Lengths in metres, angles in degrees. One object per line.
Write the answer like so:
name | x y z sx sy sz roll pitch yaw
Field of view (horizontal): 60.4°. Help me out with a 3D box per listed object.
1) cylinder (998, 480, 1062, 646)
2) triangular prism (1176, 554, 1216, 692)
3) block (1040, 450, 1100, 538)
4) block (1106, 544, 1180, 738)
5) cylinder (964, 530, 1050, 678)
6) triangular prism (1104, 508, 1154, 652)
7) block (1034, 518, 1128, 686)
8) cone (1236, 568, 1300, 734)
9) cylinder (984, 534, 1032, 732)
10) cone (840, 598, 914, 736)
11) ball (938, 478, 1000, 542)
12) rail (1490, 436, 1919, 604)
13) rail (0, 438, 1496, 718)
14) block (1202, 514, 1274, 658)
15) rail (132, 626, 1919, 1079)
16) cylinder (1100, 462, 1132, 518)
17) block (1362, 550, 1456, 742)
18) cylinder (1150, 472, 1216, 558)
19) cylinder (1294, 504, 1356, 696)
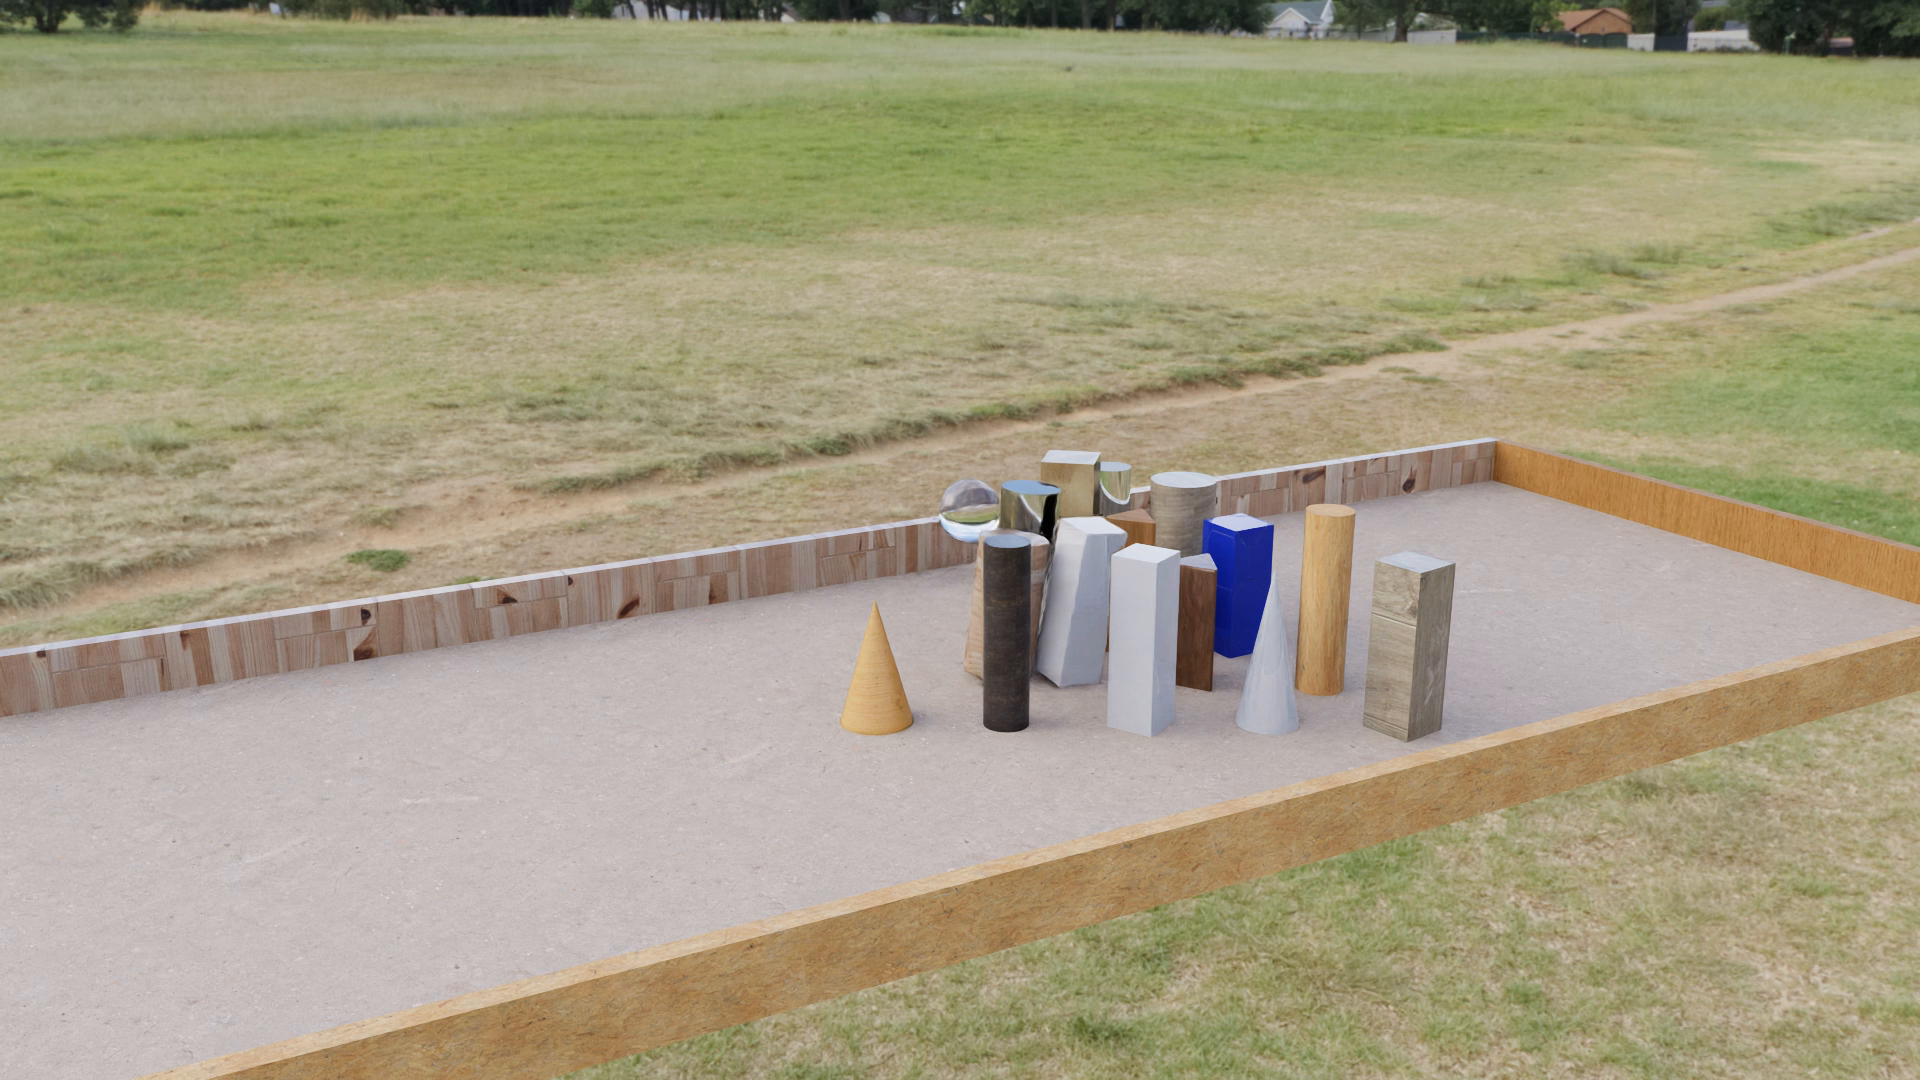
cylinder | 0.173 0.062 4.385 0.157 0.417 0.157 4 15 -1
triangular prism | 0.591 0.199 4.116 0.135 0.316 0.117 9 19 28
block | 0.307 -0.013 4.606 0.146 0.448 0.146 3 17 11
block | 0.425 0.231 3.823 0.116 0.420 0.116 11 20 33
cylinder | 0.116 0.163 4.143 0.176 0.350 0.176 6 12 -1
triangular prism | 0.455 0.108 4.339 0.143 0.365 0.124 7 18 22
block | 0.298 0.152 4.093 0.120 0.399 0.120 -1 20 -30
cone | 0.724 0.243 3.838 0.149 0.389 0.149 0 16 0
cylinder | 0.109 0.217 3.821 0.109 0.448 0.109 0 16 0
cone | -0.197 0.281 3.857 0.175 0.305 0.175 0 16 0
ball | 0.028 -0.085 4.720 0.182 0.182 0.182 0 16 0
rail | 2.466 -0.048 5.253 0.050 0.150 2.100 -9 18 -27
rail | -3.305 0.497 3.399 12.000 0.150 0.050 -9 18 -27
block | 0.725 0.119 4.337 0.129 0.345 0.129 -10 19 -30
rail | -2.336 1.006 1.665 12.000 0.150 0.050 -9 18 -27
cylinder | 0.437 -0.036 4.823 0.116 0.368 0.116 0 16 0
block | 1.034 0.244 3.803 0.127 0.407 0.127 -12 20 -36
cylinder | 0.612 0.025 4.568 0.180 0.396 0.180 0 16 0
cylinder | 0.894 0.147 4.044 0.118 0.457 0.118 0 16 0
